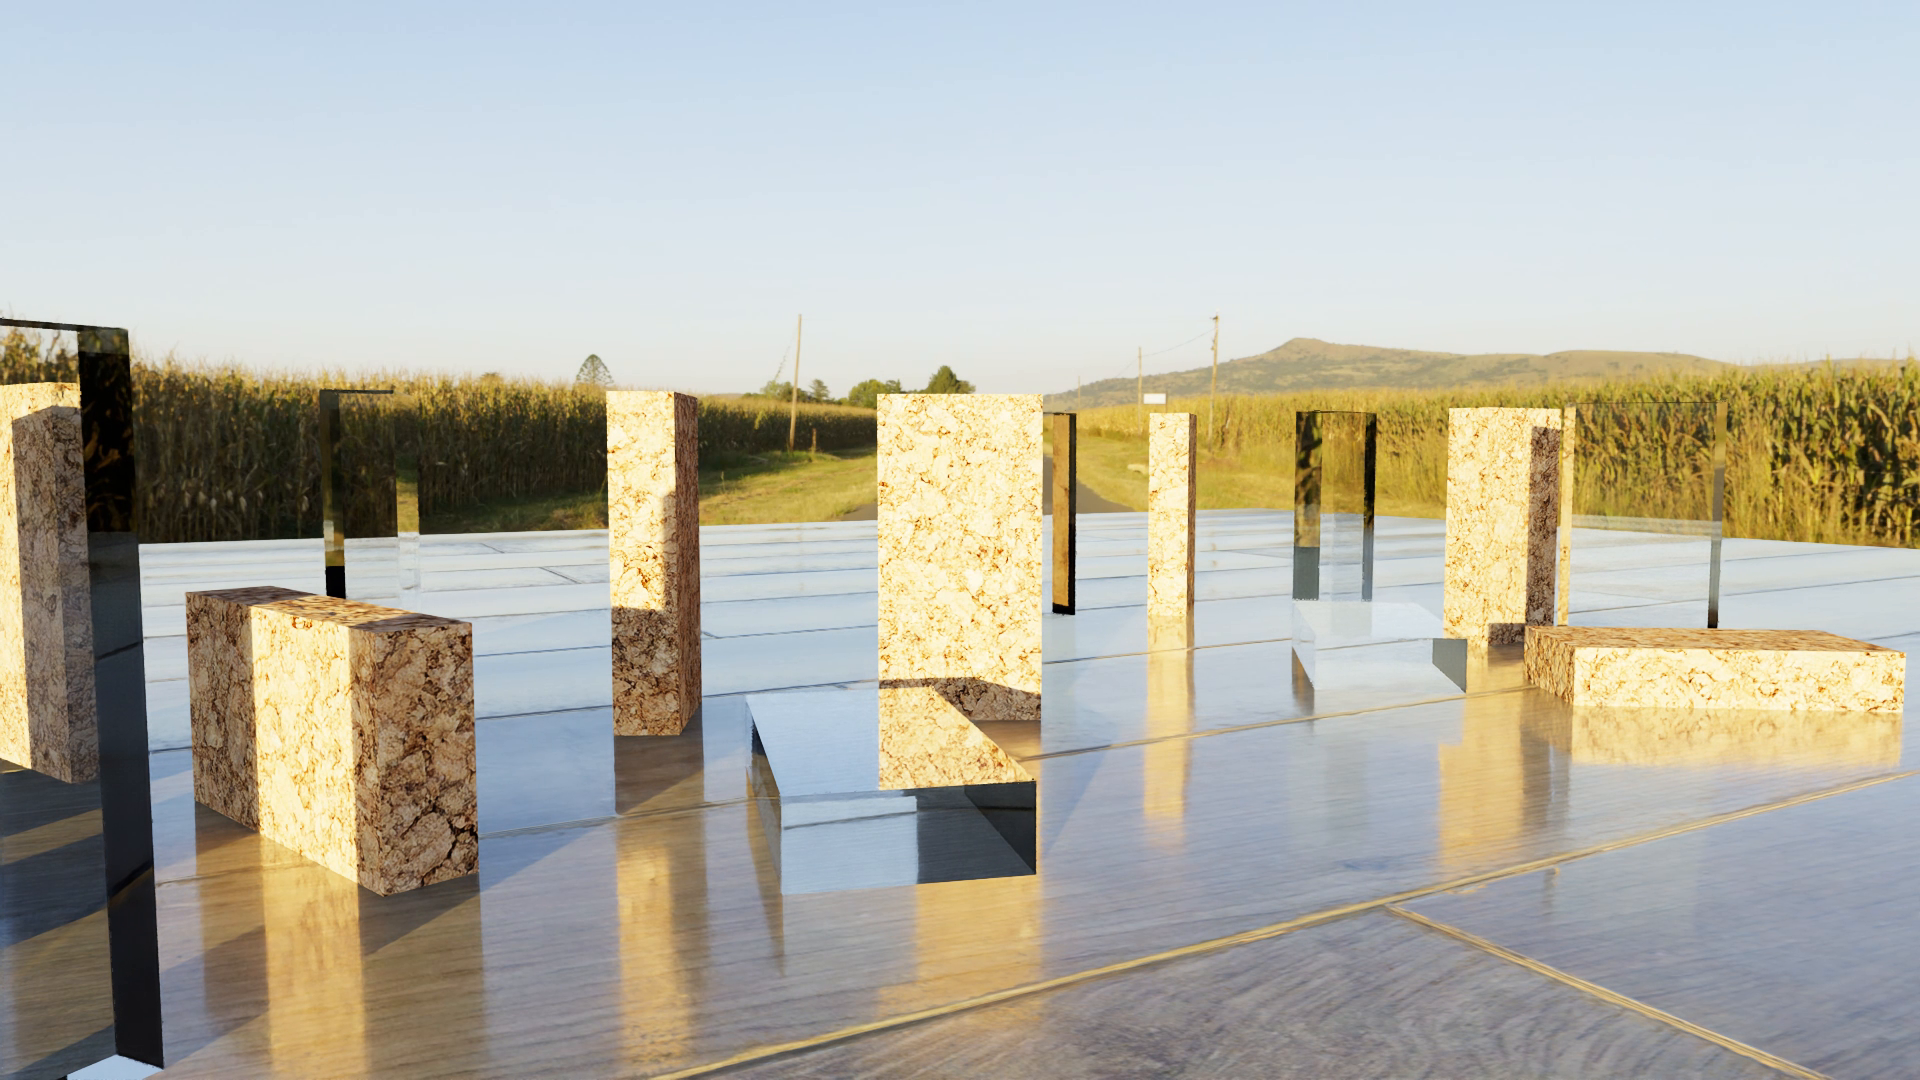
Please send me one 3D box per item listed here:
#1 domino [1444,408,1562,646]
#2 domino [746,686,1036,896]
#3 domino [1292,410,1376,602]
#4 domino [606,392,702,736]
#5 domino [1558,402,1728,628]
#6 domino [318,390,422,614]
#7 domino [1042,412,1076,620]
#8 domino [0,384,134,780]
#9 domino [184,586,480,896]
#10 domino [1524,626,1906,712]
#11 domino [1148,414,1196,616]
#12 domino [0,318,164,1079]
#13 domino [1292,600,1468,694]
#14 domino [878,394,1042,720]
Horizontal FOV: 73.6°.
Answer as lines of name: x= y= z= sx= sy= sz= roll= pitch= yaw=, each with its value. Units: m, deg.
domino: x=0.117 y=-0.003 z=0.278 sx=0.025 sy=0.050 sz=0.009 roll=-3 pitch=5 yaw=-32
domino: x=-0.010 y=0.027 z=0.148 sx=0.025 sy=0.010 sz=0.050 roll=-1 pitch=4 yaw=-13
domino: x=0.090 y=-0.006 z=0.309 sx=0.009 sy=0.050 sz=0.025 roll=4 pitch=6 yaw=39
domino: x=-0.047 y=0.003 z=0.198 sx=0.009 sy=0.050 sz=0.025 roll=0 pitch=4 yaw=-4
domino: x=0.126 y=0.000 z=0.239 sx=0.025 sy=0.050 sz=0.010 roll=1 pitch=4 yaw=14
domino: x=-0.087 y=0.003 z=0.192 sx=0.009 sy=0.050 sz=0.025 roll=-1 pitch=4 yaw=-17
domino: x=0.016 y=-0.007 z=0.321 sx=0.025 sy=0.050 sz=0.010 roll=4 pitch=6 yaw=41
domino: x=-0.123 y=0.005 z=0.172 sx=0.025 sy=0.050 sz=0.010 roll=3 pitch=5 yaw=35
domino: x=-0.070 y=0.020 z=0.140 sx=0.050 sy=0.025 sz=0.009 roll=4 pitch=6 yaw=41
domino: x=0.126 y=0.021 z=0.218 sx=0.050 sy=0.010 sz=0.025 roll=0 pitch=4 yaw=6
domino: x=0.055 y=-0.007 z=0.329 sx=0.009 sy=0.050 sz=0.025 roll=1 pitch=4 yaw=15
domino: x=-0.064 y=0.012 z=0.076 sx=0.009 sy=0.050 sz=0.025 roll=2 pitch=5 yaw=24
domino: x=0.078 y=0.019 z=0.245 sx=0.025 sy=0.010 sz=0.050 roll=1 pitch=4 yaw=10
domino: x=0.000 y=0.002 z=0.201 sx=0.025 sy=0.050 sz=0.010 roll=0 pitch=4 yaw=0
